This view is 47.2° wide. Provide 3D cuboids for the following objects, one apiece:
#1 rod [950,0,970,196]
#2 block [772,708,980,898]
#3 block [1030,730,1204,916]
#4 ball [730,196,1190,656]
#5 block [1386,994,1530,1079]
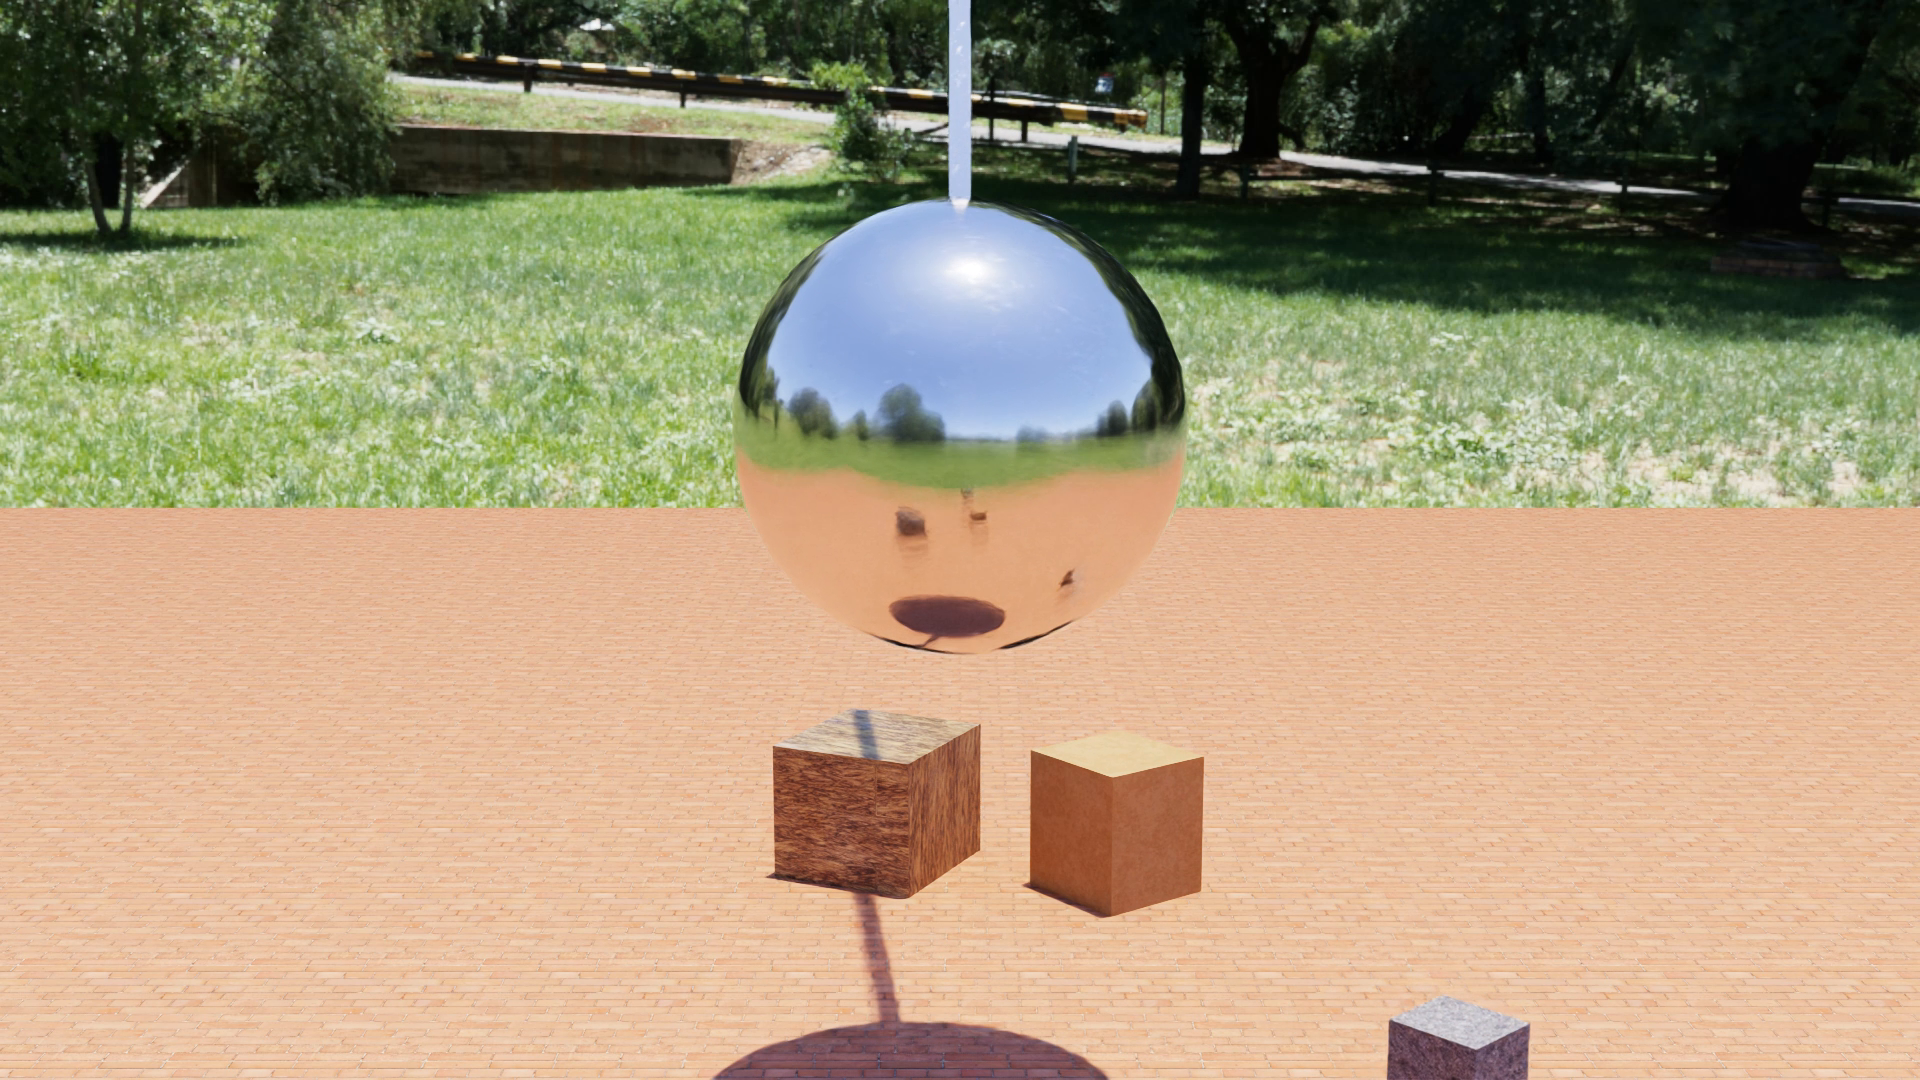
[{"bbox_3d":[0.000,-3.514,9.070,0.080,5.200,0.080,0,-24,0],"label":"rod"},{"bbox_3d":[-0.396,1.269,10.768,0.725,0.651,0.798,5,11,25],"label":"block"},{"bbox_3d":[0.739,1.328,10.411,0.571,0.662,0.584,-8,13,-37],"label":"block"},{"bbox_3d":[0.000,-0.396,7.714,1.600,1.600,1.600,0,10,0],"label":"ball"},{"bbox_3d":[1.810,1.921,8.002,0.342,0.358,0.372,-10,14,-42],"label":"block"}]
